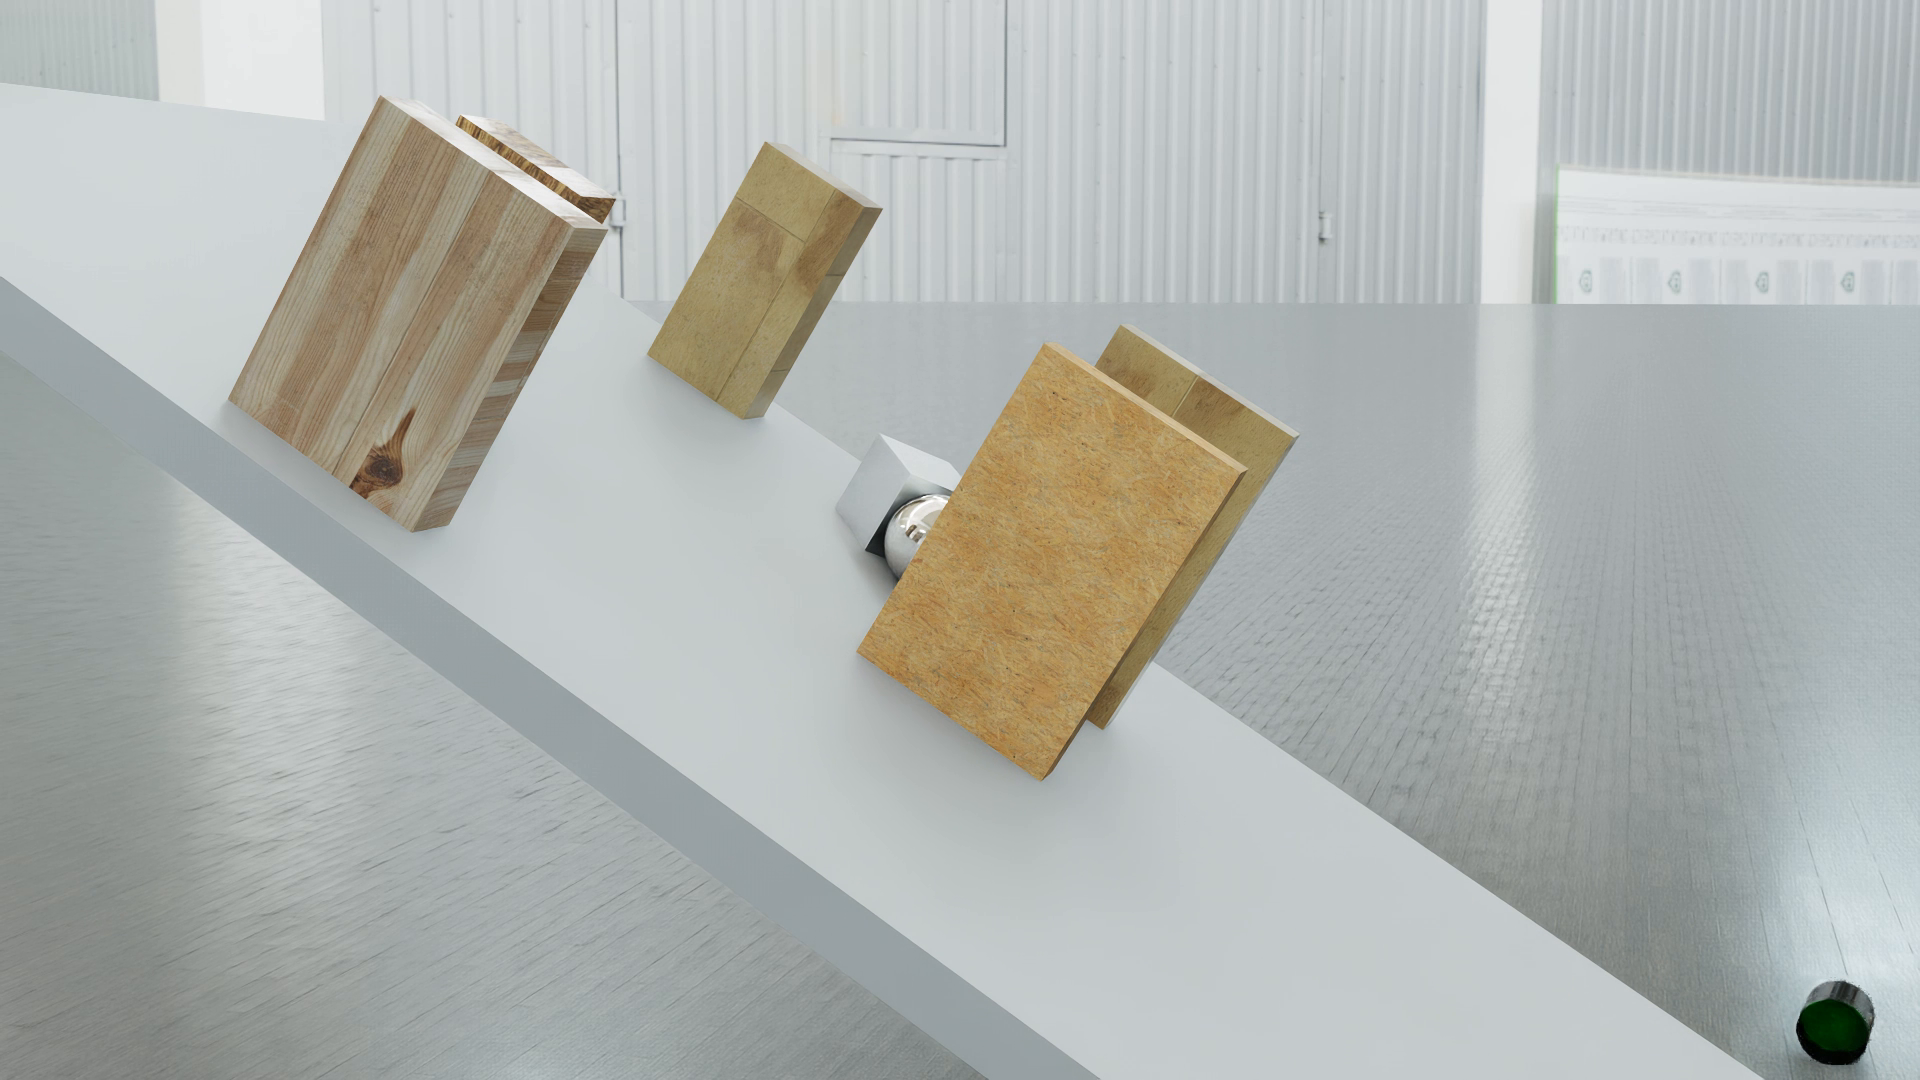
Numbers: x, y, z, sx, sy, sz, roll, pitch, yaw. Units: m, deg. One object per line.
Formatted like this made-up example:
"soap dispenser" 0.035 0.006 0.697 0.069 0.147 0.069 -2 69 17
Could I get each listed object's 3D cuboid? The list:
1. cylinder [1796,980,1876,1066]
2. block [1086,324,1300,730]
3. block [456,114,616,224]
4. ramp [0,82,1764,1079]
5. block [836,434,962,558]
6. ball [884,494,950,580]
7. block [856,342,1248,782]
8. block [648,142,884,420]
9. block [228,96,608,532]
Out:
"cylinder" 2.077 1.144 5.214 0.158 0.158 0.158 4 8 27
"block" 0.309 -0.025 4.342 0.399 0.693 0.089 34 15 11
"block" -0.863 -0.486 3.952 0.272 0.466 0.138 34 15 11
"ramp" -0.149 0.247 4.110 4.000 0.100 2.000 34 15 11
"block" -0.110 -0.073 4.650 0.191 0.191 0.191 22 18 -33
"ball" -0.054 0.007 4.477 0.204 0.204 0.204 0 7 0
"block" 0.156 0.039 3.898 0.409 0.660 0.080 34 15 11
"block" -0.438 -0.578 4.920 0.271 0.552 0.126 34 15 11
"block" -0.840 -0.346 3.393 0.377 0.544 0.111 34 15 11
